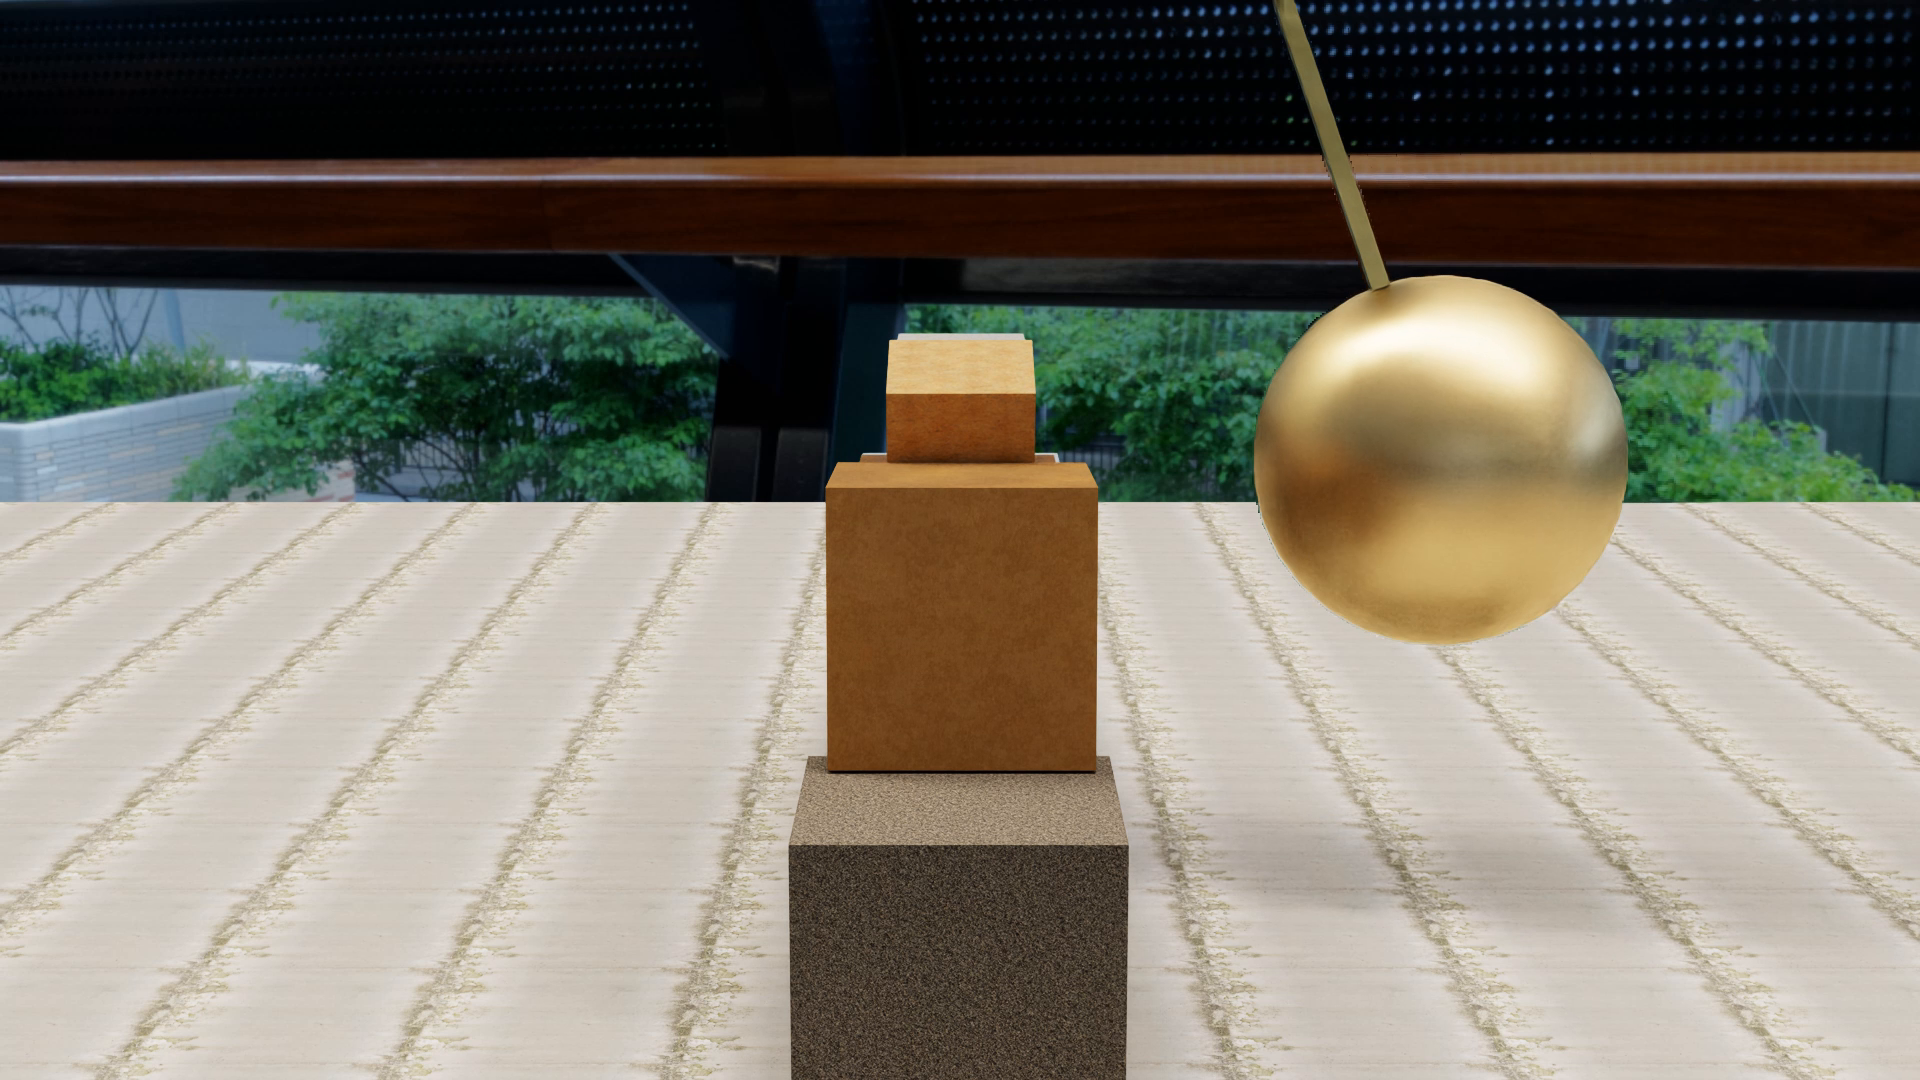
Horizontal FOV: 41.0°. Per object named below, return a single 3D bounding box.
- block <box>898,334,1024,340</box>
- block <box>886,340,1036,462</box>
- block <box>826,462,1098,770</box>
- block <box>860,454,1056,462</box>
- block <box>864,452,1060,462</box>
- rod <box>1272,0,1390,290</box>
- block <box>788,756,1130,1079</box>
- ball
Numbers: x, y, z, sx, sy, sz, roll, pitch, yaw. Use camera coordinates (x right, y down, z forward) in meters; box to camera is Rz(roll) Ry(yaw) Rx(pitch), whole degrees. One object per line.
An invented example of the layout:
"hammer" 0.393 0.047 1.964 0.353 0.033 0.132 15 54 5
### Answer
"block" 0.005 -0.552 10.845 0.538 0.582 0.613 0 10 0
"block" 0.003 -0.387 10.203 0.572 0.656 0.550 0 26 0
"block" 0.007 0.261 9.551 0.961 1.016 0.915 0 7 0
"block" -0.011 0.139 11.144 0.866 0.884 0.985 0 10 0
"block" 0.001 0.048 12.098 0.944 0.792 0.911 0 10 0
"rod" 0.899 -3.484 10.547 0.080 5.200 0.080 -20 10 4
"block" -0.004 1.401 8.956 1.105 1.038 1.105 0 10 0
"ball" 2.074 -0.345 11.118 1.600 1.600 1.600 0 10 0
